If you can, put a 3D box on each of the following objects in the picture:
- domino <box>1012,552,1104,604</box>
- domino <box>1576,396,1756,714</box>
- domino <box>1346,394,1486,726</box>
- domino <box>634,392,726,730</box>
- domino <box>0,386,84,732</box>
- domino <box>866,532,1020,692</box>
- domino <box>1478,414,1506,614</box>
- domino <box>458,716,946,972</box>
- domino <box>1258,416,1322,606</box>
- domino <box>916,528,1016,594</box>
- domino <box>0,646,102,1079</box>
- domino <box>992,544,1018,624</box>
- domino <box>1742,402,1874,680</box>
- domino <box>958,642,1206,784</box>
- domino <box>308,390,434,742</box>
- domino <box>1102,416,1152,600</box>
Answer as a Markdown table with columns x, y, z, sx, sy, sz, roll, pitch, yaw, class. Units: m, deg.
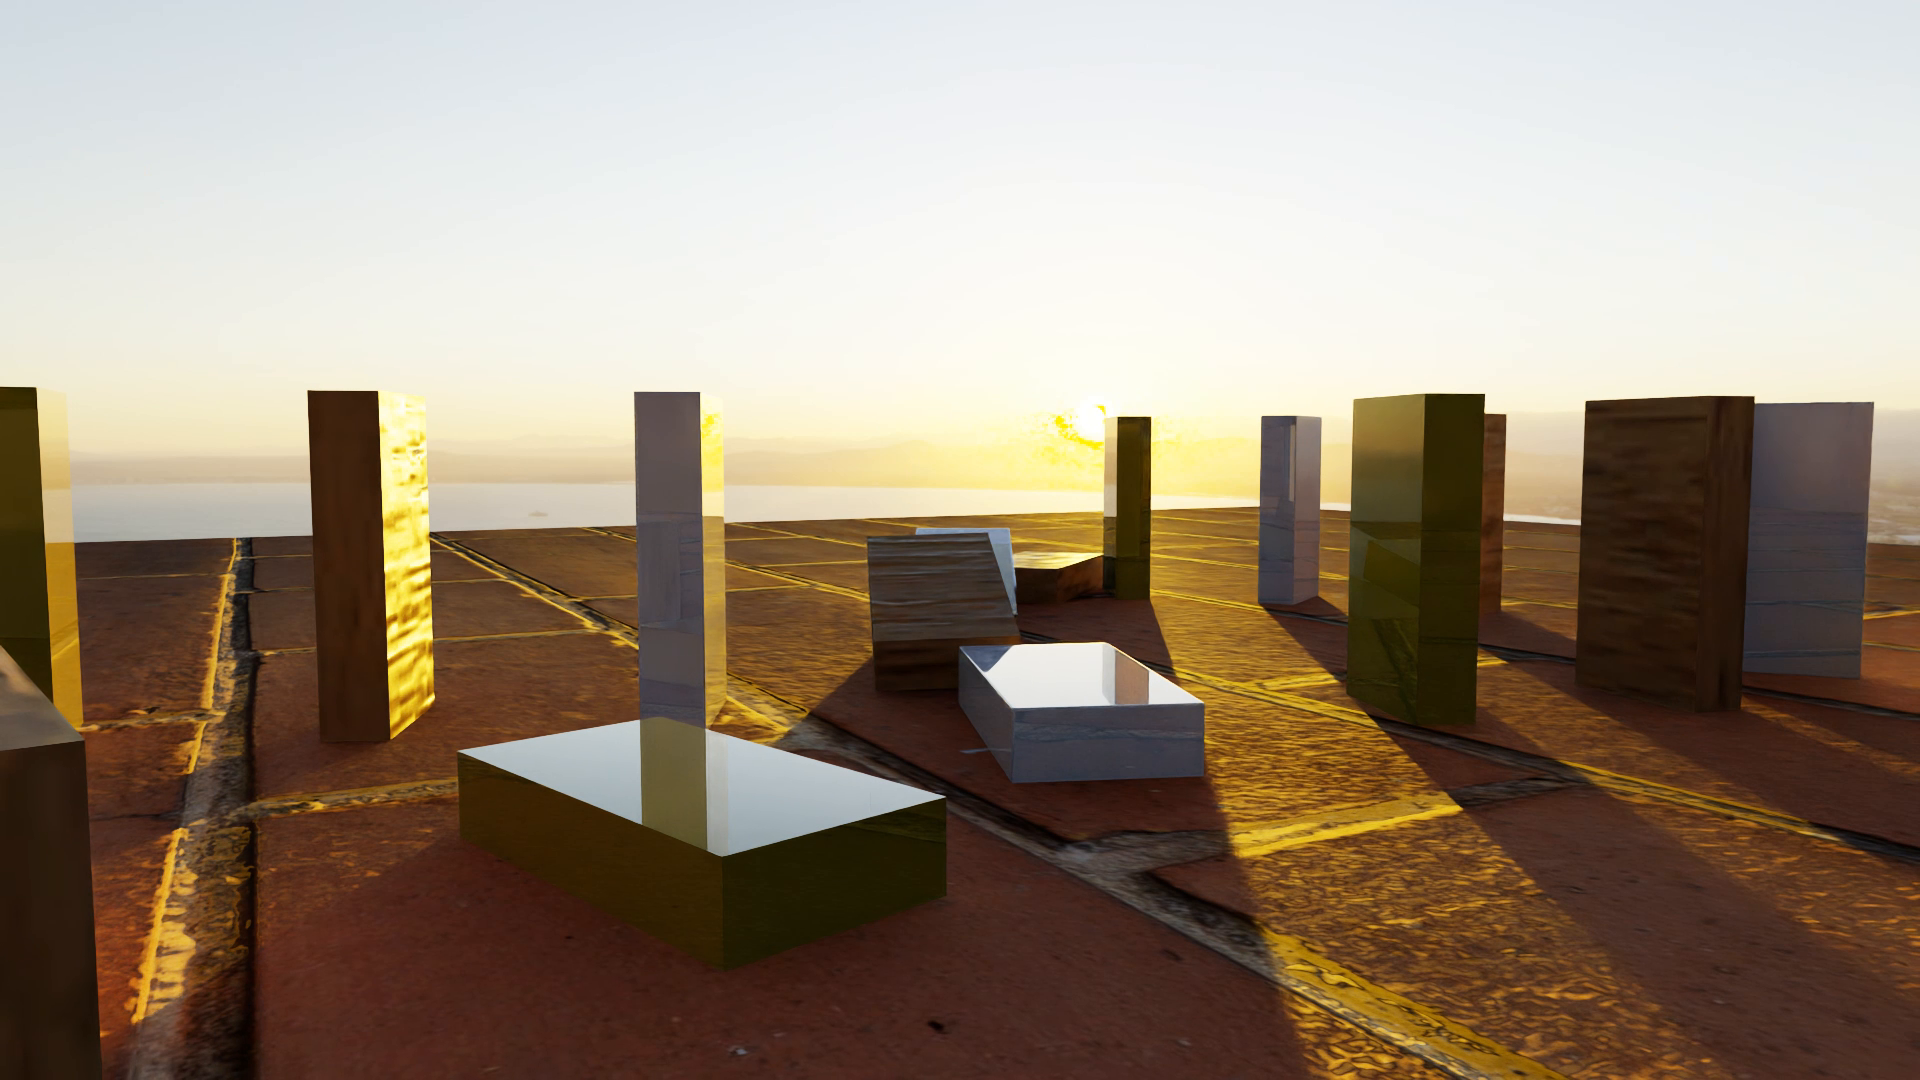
| x | y | z | sx | sy | sz | roll | pitch | yaw | class |
| --- | --- | --- | --- | --- | --- | --- | --- | --- | --- |
| 0.023 | 0.010 | 0.367 | 0.025 | 0.010 | 0.050 | 2 | 5 | 21 | domino |
| 0.117 | 0.001 | 0.214 | 0.010 | 0.050 | 0.025 | -1 | 4 | -17 | domino |
| 0.072 | 0.002 | 0.205 | 0.010 | 0.050 | 0.025 | -1 | 4 | -7 | domino |
| -0.043 | 0.003 | 0.198 | 0.009 | 0.050 | 0.025 | 0 | 4 | -3 | domino |
| -0.132 | 0.004 | 0.181 | 0.009 | 0.050 | 0.025 | -2 | 5 | -27 | domino |
| -0.004 | 0.012 | 0.243 | 0.025 | 0.009 | 0.050 | -2 | 21 | -5 | domino |
| 0.126 | -0.007 | 0.322 | 0.025 | 0.050 | 0.009 | -4 | 6 | -43 | domino |
| -0.028 | 0.028 | 0.130 | 0.025 | 0.009 | 0.050 | -4 | 6 | -44 | domino |
| 0.090 | -0.009 | 0.350 | 0.009 | 0.050 | 0.025 | 3 | 5 | 30 | domino |
| 0.001 | 0.008 | 0.323 | 0.025 | 0.010 | 0.050 | 0 | 16 | 0 | domino |
| -0.072 | 0.023 | 0.092 | 0.009 | 0.025 | 0.050 | -4 | 6 | -41 | domino |
| -0.001 | 0.012 | 0.276 | 0.025 | 0.009 | 0.050 | 0 | 16 | 0 | domino |
| 0.154 | 0.000 | 0.240 | 0.025 | 0.050 | 0.009 | 2 | 5 | 26 | domino |
| 0.016 | 0.024 | 0.187 | 0.025 | 0.009 | 0.050 | -1 | 4 | -8 | domino |
| -0.089 | 0.003 | 0.194 | 0.009 | 0.050 | 0.025 | -1 | 4 | -9 | domino |
| 0.047 | -0.010 | 0.362 | 0.009 | 0.050 | 0.025 | 0 | 4 | -2 | domino |
